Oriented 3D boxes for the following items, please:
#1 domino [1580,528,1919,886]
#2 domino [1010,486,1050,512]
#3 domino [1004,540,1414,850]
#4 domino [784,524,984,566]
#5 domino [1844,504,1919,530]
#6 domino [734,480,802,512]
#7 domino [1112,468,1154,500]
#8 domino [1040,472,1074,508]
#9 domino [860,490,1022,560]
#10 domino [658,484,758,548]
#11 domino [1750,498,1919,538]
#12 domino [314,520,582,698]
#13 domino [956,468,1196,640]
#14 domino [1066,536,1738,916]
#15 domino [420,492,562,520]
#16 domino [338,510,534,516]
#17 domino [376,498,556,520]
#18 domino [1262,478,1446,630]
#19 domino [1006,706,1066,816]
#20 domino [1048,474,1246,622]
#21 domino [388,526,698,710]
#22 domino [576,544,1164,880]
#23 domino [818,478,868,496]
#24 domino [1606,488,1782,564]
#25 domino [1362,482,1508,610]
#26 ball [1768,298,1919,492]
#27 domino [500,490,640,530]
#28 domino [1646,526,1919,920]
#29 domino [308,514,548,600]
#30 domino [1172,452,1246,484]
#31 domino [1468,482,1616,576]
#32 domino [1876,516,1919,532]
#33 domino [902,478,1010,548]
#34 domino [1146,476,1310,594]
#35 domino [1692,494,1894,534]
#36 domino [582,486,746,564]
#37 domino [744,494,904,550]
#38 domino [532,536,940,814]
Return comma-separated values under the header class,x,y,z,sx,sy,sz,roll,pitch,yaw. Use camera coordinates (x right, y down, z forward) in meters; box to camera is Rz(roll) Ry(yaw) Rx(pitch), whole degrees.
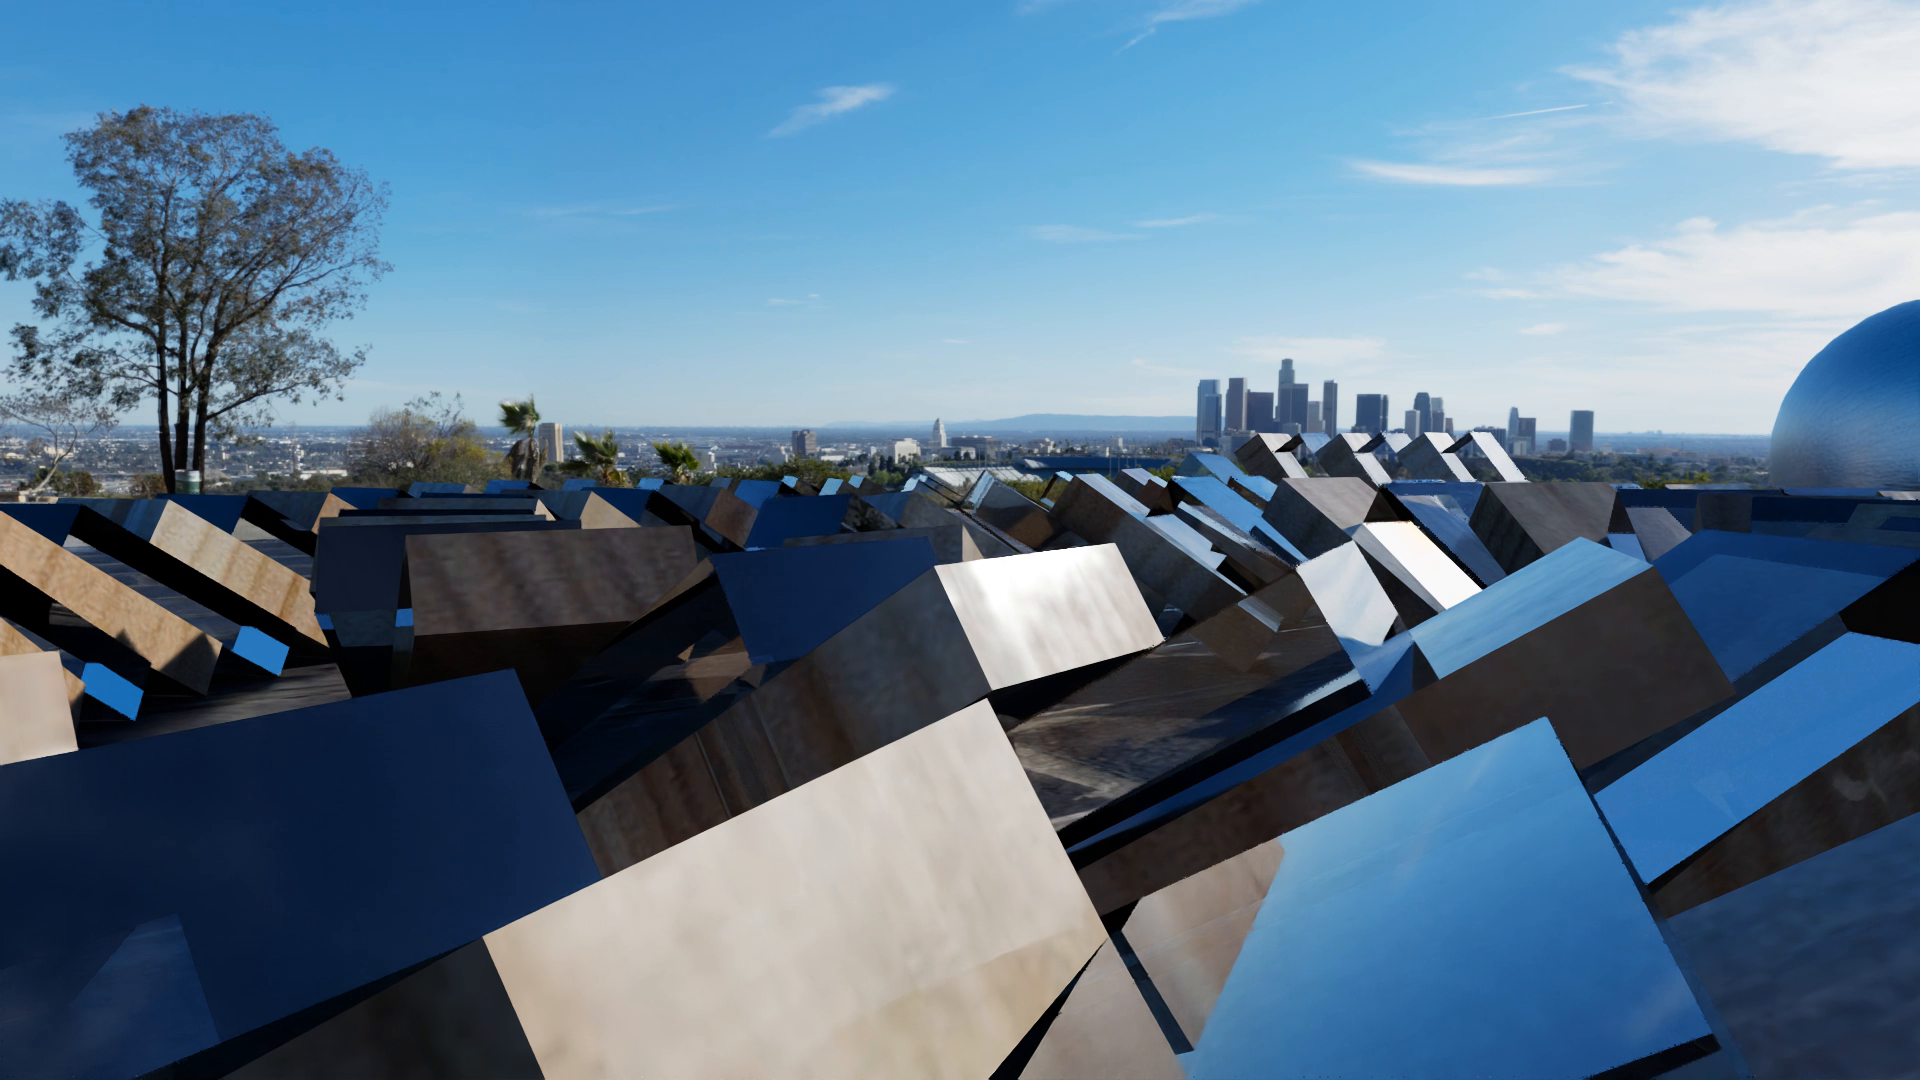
class,x,y,z,sx,sy,sz,roll,pitch,yaw
domino,0.052,0.017,0.107,0.050,0.010,0.025,-32,7,-3
domino,0.028,-0.003,0.393,0.050,0.010,0.025,30,2,-6
domino,0.010,0.017,0.104,0.050,0.010,0.025,-33,-10,24
domino,-0.006,0.012,0.193,0.025,0.010,0.050,-5,-22,12
domino,0.104,0.015,0.138,0.050,0.009,0.025,-41,27,-28
domino,-0.028,0.003,0.300,0.050,0.009,0.025,33,-13,-28
domino,0.071,-0.004,0.396,0.050,0.009,0.025,36,16,17
domino,0.050,-0.004,0.398,0.050,0.009,0.025,32,9,7
domino,0.003,0.007,0.239,0.050,0.009,0.025,30,-17,-27
domino,-0.042,0.004,0.284,0.025,0.009,0.050,5,-24,48
domino,0.112,0.013,0.159,0.025,0.010,0.050,3,38,32
domino,-0.057,0.014,0.151,0.025,0.010,0.050,-2,-27,-17
domino,0.023,0.004,0.259,0.050,0.009,0.025,36,3,1
domino,0.030,0.018,0.101,0.050,0.010,0.025,-32,-5,16
domino,-0.072,0.008,0.232,0.025,0.009,0.050,2,-27,27
domino,-0.069,0.011,0.189,0.025,0.010,0.050,0,-27,-1
domino,-0.072,0.010,0.209,0.025,0.009,0.050,1,-28,8
domino,0.086,0.006,0.252,0.025,0.010,0.050,-3,38,-37
domino,0.000,0.025,0.171,0.025,0.010,0.050,0,4,0
domino,0.043,0.005,0.261,0.050,0.010,0.025,36,13,12
domino,-0.045,0.015,0.134,0.025,0.009,0.050,-3,-27,-28
domino,-0.009,0.017,0.111,0.050,0.009,0.025,-35,-17,33
domino,-0.011,0.002,0.313,0.050,0.009,0.025,31,-4,-14
domino,0.120,0.010,0.198,0.025,0.009,0.050,1,37,12
domino,0.100,0.007,0.237,0.025,0.009,0.050,-2,37,-24
ball,0.247,-0.021,0.317,0.080,0.080,0.080,0,4,0
domino,-0.065,0.007,0.250,0.025,0.010,0.050,2,-26,34
domino,0.071,0.017,0.114,0.050,0.009,0.025,-33,11,-10
domino,-0.064,0.013,0.169,0.025,0.009,0.050,-1,-27,-10
domino,0.091,-0.007,0.394,0.050,0.010,0.025,47,26,26
domino,0.112,0.008,0.220,0.025,0.010,0.050,-1,38,-11
domino,0.089,0.016,0.123,0.050,0.009,0.025,-35,16,-16
domino,0.008,0.002,0.320,0.050,0.009,0.025,31,-1,-8
domino,0.064,0.005,0.259,0.050,0.009,0.025,39,22,22
domino,0.118,0.012,0.178,0.025,0.010,0.050,2,37,23
domino,-0.055,0.006,0.268,0.025,0.010,0.050,4,-25,42
domino,-0.010,0.008,0.223,0.025,0.009,0.050,-1,-28,48
domino,-0.026,0.016,0.122,0.025,0.009,0.050,-5,-25,-49
